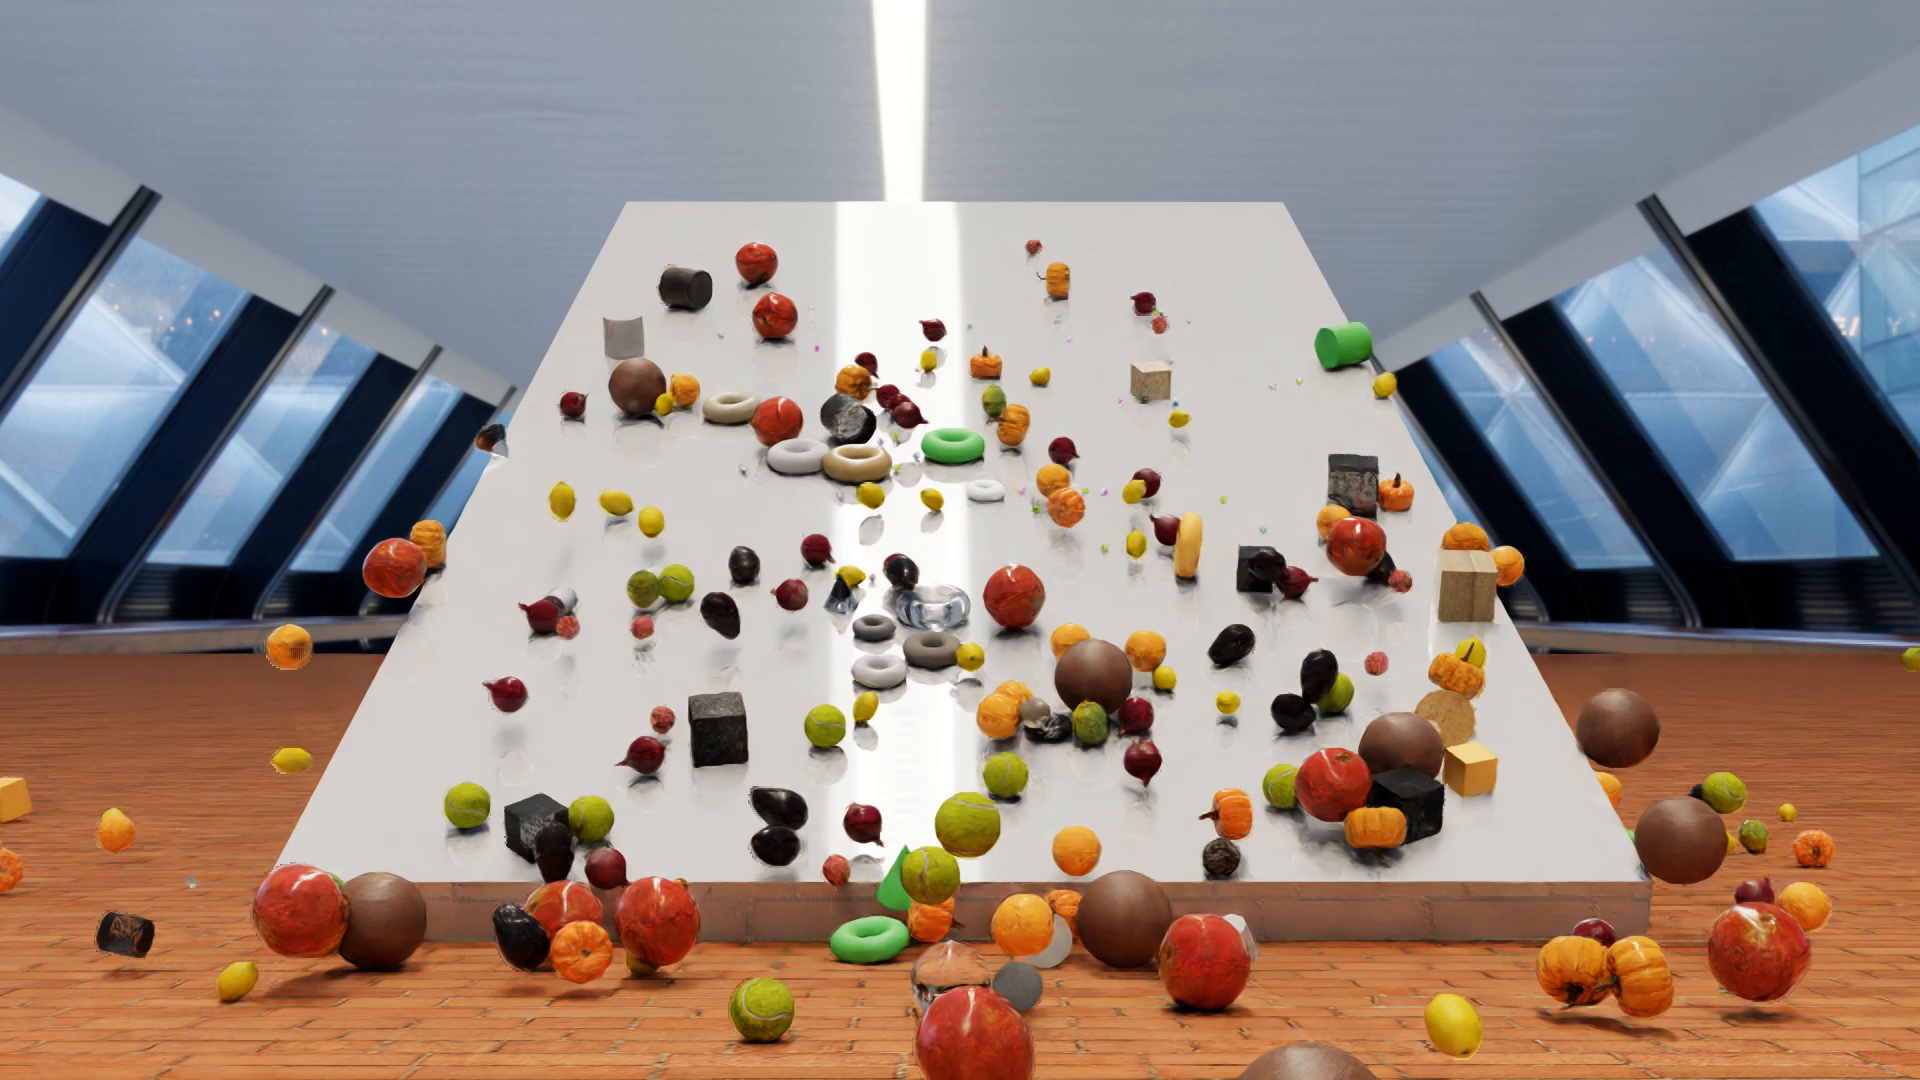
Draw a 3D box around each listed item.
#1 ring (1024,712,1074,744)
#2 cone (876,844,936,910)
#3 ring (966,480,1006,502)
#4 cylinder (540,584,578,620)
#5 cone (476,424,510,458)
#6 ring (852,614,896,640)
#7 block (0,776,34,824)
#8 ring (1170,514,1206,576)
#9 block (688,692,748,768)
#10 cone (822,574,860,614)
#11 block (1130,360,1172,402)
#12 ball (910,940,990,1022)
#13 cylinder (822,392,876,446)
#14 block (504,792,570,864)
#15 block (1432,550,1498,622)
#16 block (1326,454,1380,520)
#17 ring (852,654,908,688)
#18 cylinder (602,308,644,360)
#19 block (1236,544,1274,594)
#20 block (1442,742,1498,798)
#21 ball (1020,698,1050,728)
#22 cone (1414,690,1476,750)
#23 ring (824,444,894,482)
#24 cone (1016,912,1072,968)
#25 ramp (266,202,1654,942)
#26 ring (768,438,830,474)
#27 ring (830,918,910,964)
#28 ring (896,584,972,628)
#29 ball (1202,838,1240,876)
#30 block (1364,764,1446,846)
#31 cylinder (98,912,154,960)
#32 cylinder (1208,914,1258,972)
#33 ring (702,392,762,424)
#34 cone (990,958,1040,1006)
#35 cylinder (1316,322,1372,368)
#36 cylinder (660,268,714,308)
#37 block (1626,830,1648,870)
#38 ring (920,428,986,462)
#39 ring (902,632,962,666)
[{"bbox_3d":[0.145,0.305,3.741,0.080,0.027,0.080,1,23,0],"label":"ring"},{"bbox_3d":[-0.078,0.467,3.269,0.085,0.085,0.085,0,23,0],"label":"cone"},{"bbox_3d":[0.053,-0.101,4.727,0.081,0.027,0.081,1,23,0],"label":"ring"},{"bbox_3d":[-0.727,0.113,4.170,0.050,0.050,0.050,-1,21,19],"label":"cylinder"},{"bbox_3d":[-0.989,-0.199,4.949,0.073,0.073,0.073,46,20,24],"label":"cone"},{"bbox_3d":[-0.154,0.156,4.103,0.078,0.026,0.078,1,22,0],"label":"ring"},{"bbox_3d":[-2.344,0.637,5.644,0.085,0.085,0.085,-2,16,36],"label":"block"},{"bbox_3d":[0.430,0.010,4.334,0.042,0.126,0.126,21,2,12],"label":"ring"},{"bbox_3d":[-0.385,0.301,3.670,0.085,0.085,0.085,-4,23,-10],"label":"block"},{"bbox_3d":[-0.218,0.090,4.207,0.067,0.067,0.067,0,22,0],"label":"cone"},{"bbox_3d":[0.440,-0.367,5.314,0.071,0.071,0.071,-7,23,-17],"label":"block"},{"bbox_3d":[-0.011,0.506,2.637,0.092,0.092,0.092,0,-3,0],"label":"ball"},{"bbox_3d":[-0.244,-0.263,5.030,0.093,0.093,0.093,1,25,-24],"label":"cylinder"},{"bbox_3d":[-0.623,0.424,3.394,0.067,0.067,0.067,-20,30,-39],"label":"block"},{"bbox_3d":[0.917,0.083,4.187,0.099,0.099,0.099,2,22,5],"label":"block"},{"bbox_3d":[0.793,-0.109,4.654,0.099,0.099,0.099,3,23,7],"label":"block"},{"bbox_3d":[-0.138,0.223,3.932,0.097,0.032,0.097,1,23,0],"label":"ring"},{"bbox_3d":[-0.818,-0.500,5.597,0.098,0.098,0.098,0,22,0],"label":"cylinder"},{"bbox_3d":[0.552,0.054,4.299,0.066,0.066,0.066,3,22,8],"label":"block"},{"bbox_3d":[0.793,0.356,3.578,0.058,0.058,0.058,-9,24,-21],"label":"block"},{"bbox_3d":[0.120,0.276,3.675,0.050,0.050,0.050,0,-3,0],"label":"ball"},{"bbox_3d":[0.782,0.293,3.748,0.099,0.099,0.099,0,-5,4],"label":"cone"},{"bbox_3d":[-0.214,-0.161,4.842,0.148,0.049,0.148,1,21,0],"label":"ring"},{"bbox_3d":[0.115,0.537,3.104,0.074,0.074,0.074,0,-7,3],"label":"cone"},{"bbox_3d":[-0.007,-0.223,5.187,2.000,0.100,4.000,0,22,0],"label":"ramp"},{"bbox_3d":[-0.341,-0.178,4.887,0.135,0.045,0.135,-1,23,0],"label":"ring"},{"bbox_3d":[-0.123,0.548,3.153,0.109,0.036,0.109,-6,12,1],"label":"ring"},{"bbox_3d":[-0.047,0.119,4.166,0.137,0.046,0.137,-1,23,0],"label":"ring"},{"bbox_3d":[0.377,0.459,3.329,0.055,0.055,0.055,0,-3,0],"label":"ball"},{"bbox_3d":[0.666,0.397,3.450,0.080,0.080,0.080,-12,26,-28],"label":"block"},{"bbox_3d":[-1.092,0.517,3.012,0.052,0.052,0.052,12,-1,8],"label":"cylinder"},{"bbox_3d":[0.359,0.530,3.025,0.053,0.053,0.053,-20,26,10],"label":"cylinder"},{"bbox_3d":[-0.512,-0.298,5.177,0.136,0.045,0.136,-3,23,1],"label":"ring"},{"bbox_3d":[0.068,0.533,2.740,0.059,0.059,0.059,0,-26,9],"label":"cone"},{"bbox_3d":[0.921,-0.469,5.527,0.098,0.098,0.098,-12,3,-25],"label":"cylinder"},{"bbox_3d":[-0.710,-0.654,5.964,0.099,0.099,0.099,9,2,30],"label":"cylinder"},{"bbox_3d":[1.222,0.584,4.273,0.077,0.077,0.077,-2,3,-11],"label":"block"},{"bbox_3d":[-0.015,-0.204,4.949,0.140,0.047,0.140,1,22,0],"label":"ring"},{"bbox_3d":[-0.048,0.190,4.009,0.104,0.035,0.104,1,22,0],"label":"ring"}]
